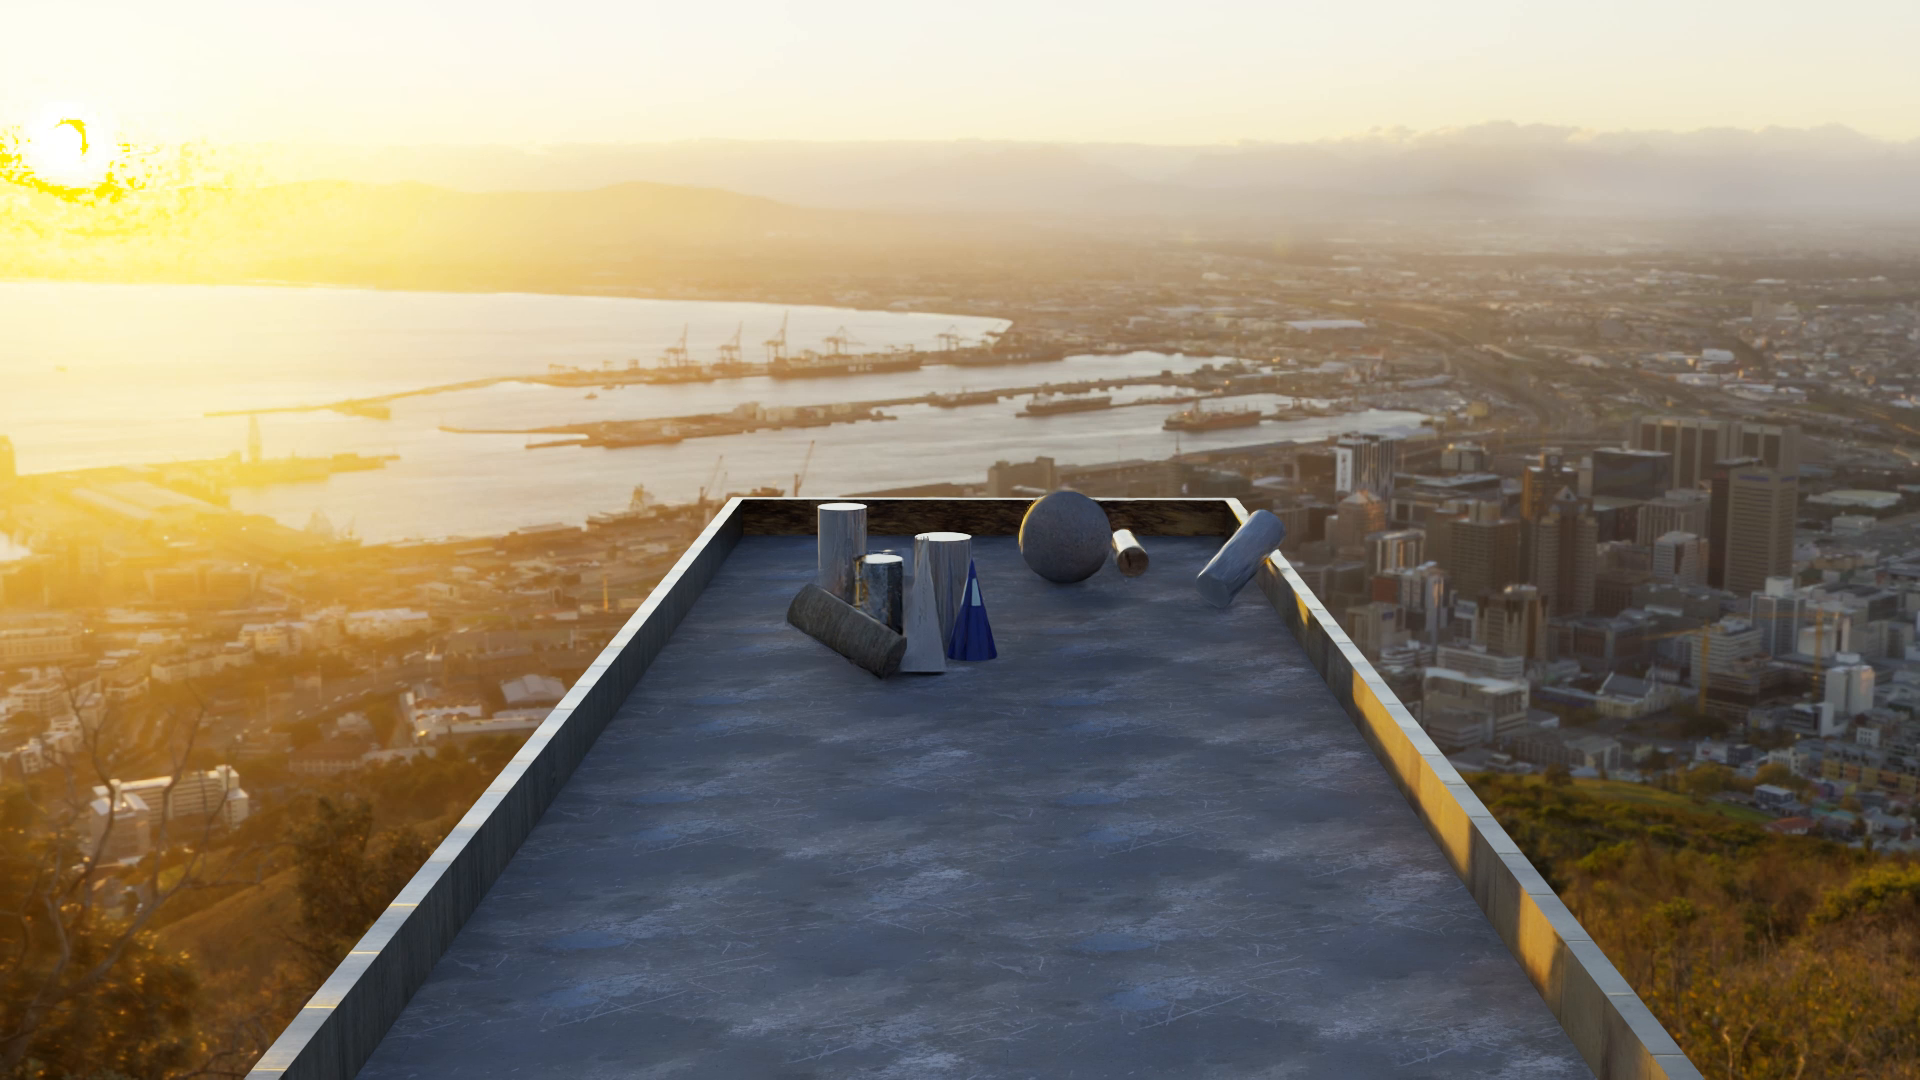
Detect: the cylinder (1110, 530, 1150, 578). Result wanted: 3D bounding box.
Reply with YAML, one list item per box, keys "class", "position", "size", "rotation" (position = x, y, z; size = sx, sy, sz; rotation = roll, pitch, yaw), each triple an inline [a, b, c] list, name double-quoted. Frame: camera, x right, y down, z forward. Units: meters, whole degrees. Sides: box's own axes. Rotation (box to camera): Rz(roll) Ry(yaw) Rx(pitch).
- class: "cylinder"
  position: [0.636, 0.051, 8.314]
  size: [0.118, 0.118, 0.410]
  rotation: [0, 9, -1]

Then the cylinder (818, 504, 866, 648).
- class: "cylinder"
  position: [-0.368, 0.112, 6.908]
  size: [0.153, 0.437, 0.153]
  rotation: [0, 9, 0]

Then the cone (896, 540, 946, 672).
- class: "cone"
  position: [-0.110, 0.187, 6.521]
  size: [0.156, 0.395, 0.156]
  rotation: [2, 3, 0]

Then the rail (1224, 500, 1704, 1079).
- class: "rail"
  position: [1.046, 0.843, 3.208]
  size: [0.050, 0.150, 12.000]
  rotation: [0, 9, 1]

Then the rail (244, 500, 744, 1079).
- class: "rail"
  position: [-1.004, 0.839, 3.234]
  size: [0.050, 0.150, 12.000]
  rotation: [0, 9, 1]

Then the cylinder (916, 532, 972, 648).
- class: "cylinder"
  position: [-0.053, 0.156, 6.948]
  size: [0.176, 0.337, 0.176]
  rotation: [0, 9, 0]

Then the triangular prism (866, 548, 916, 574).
- class: "triangular prism"
  position: [-0.277, 0.080, 8.184]
  size: [0.346, 0.085, 0.098]
  rotation: [-4, 14, -17]

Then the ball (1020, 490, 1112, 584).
- class: "ball"
  position: [0.384, -0.010, 7.994]
  size: [0.337, 0.337, 0.337]
  rotation: [0, 9, 0]

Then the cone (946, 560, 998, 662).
- class: "cone"
  position: [0.037, 0.204, 6.739]
  size: [0.158, 0.308, 0.158]
  rotation: [0, 9, 0]

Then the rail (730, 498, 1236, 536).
- class: "rail"
  position: [0.099, -0.098, 9.147]
  size: [2.100, 0.150, 0.050]
  rotation: [0, 9, 1]

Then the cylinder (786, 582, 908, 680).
- class: "cylinder"
  position: [-0.332, 0.267, 6.465]
  size: [0.337, 0.140, 0.140]
  rotation: [30, 19, 18]

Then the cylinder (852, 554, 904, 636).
- class: "cylinder"
  position: [-0.251, 0.209, 6.701]
  size: [0.155, 0.309, 0.155]
  rotation: [0, 9, 0]

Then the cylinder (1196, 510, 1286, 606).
- class: "cylinder"
  position: [0.976, 0.062, 7.626]
  size: [0.144, 0.144, 0.372]
  rotation: [8, 42, 42]
